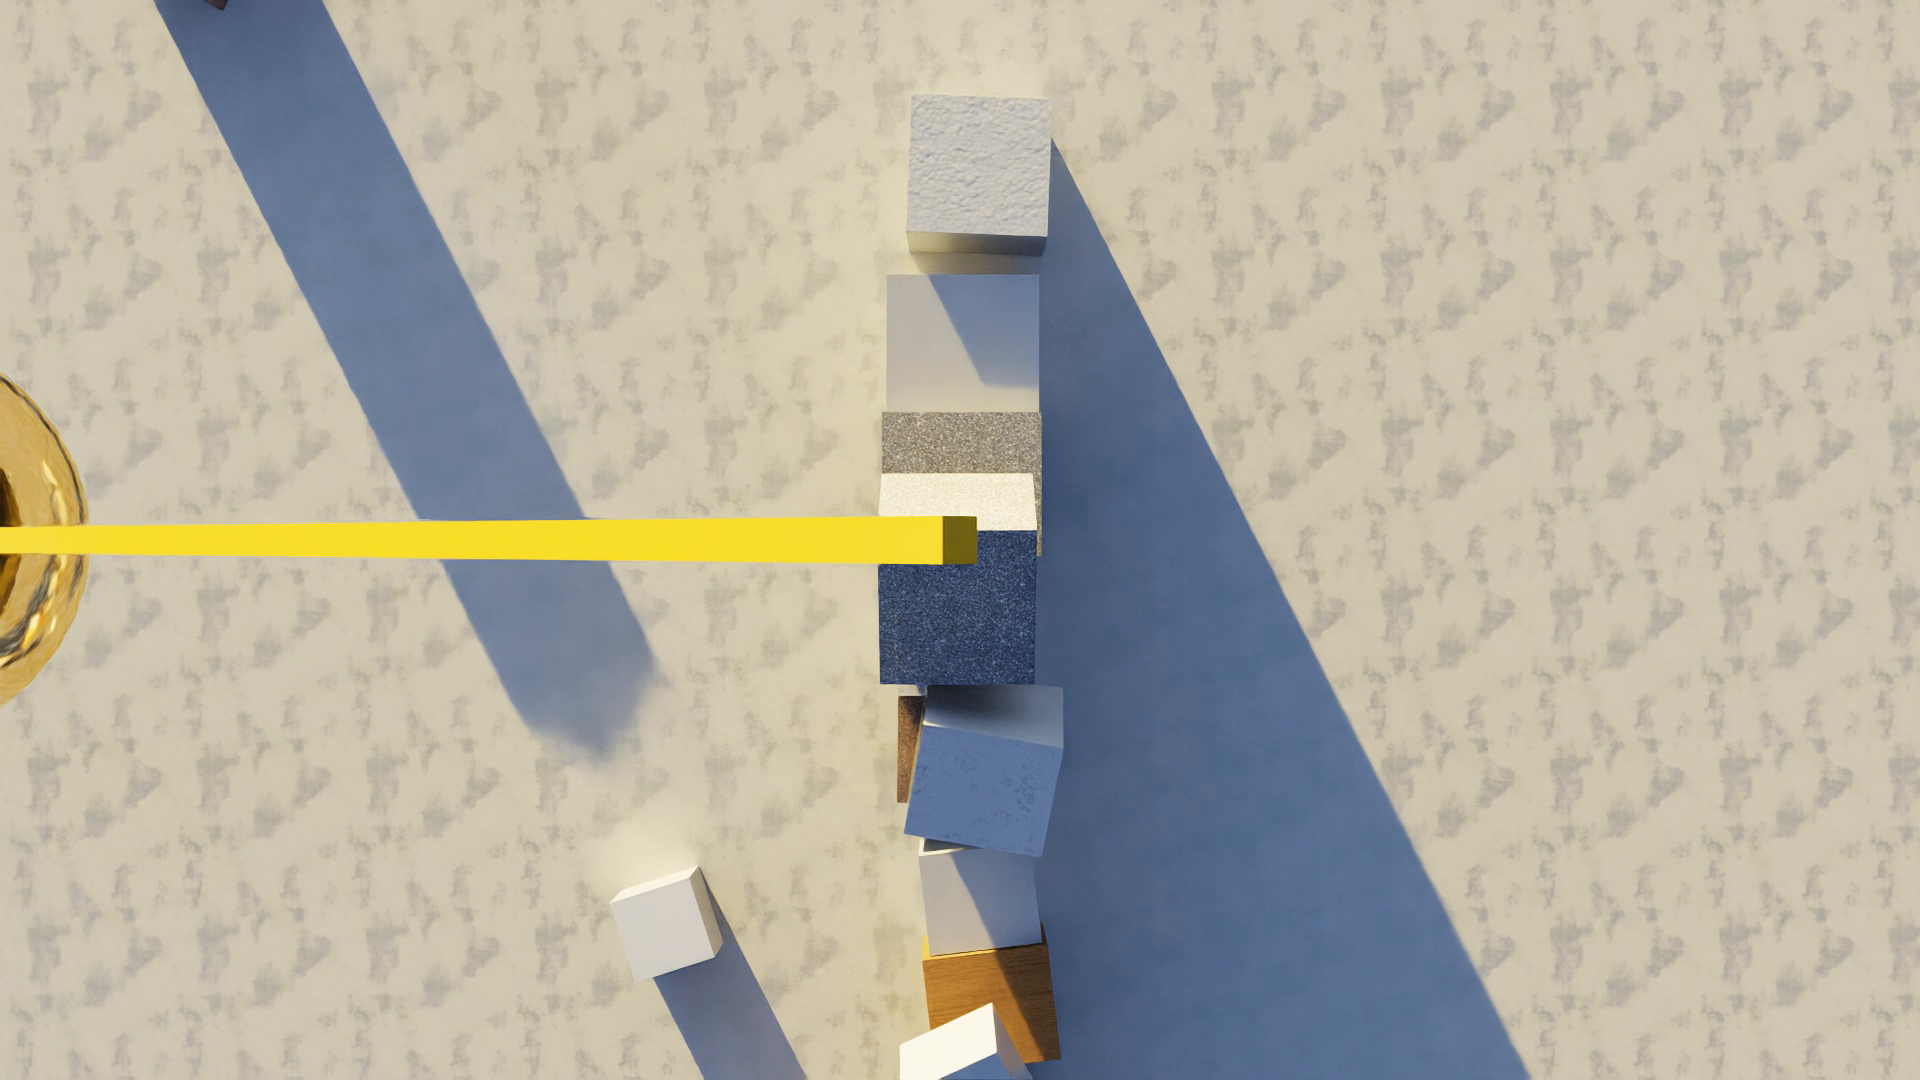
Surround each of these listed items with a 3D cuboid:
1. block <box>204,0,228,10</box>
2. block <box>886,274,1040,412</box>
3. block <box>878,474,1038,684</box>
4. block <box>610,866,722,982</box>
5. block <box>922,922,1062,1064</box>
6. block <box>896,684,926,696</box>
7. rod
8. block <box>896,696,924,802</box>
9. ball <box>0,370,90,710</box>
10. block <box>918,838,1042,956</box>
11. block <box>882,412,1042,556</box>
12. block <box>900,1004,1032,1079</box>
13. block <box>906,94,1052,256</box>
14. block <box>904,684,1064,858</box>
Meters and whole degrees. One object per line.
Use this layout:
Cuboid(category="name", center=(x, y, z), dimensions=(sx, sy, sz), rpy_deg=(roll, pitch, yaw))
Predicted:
Cuboid(category="block", center=(-4.460, -3.563, 12.690), dimensions=(0.592, 0.620, 0.674), rpy_deg=(28, 90, 0))
Cuboid(category="block", center=(0.015, -1.097, 12.641), dimensions=(0.853, 0.718, 0.772), rpy_deg=(0, 90, 0))
Cuboid(category="block", center=(-0.015, 0.199, 11.689), dimensions=(0.811, 0.770, 0.880), rpy_deg=(0, 114, 0))
Cuboid(category="block", center=(-1.698, 2.224, 12.767), dimensions=(0.474, 0.465, 0.478), rpy_deg=(-18, 90, 0))
Cuboid(category="block", center=(0.176, 2.616, 12.623), dimensions=(0.706, 0.754, 0.636), rpy_deg=(-7, 90, 0))
Cuboid(category="block", center=(0.013, 0.481, 12.609), dimensions=(0.731, 0.783, 0.766), rpy_deg=(0, 90, 0))
Cuboid(category="rod", center=(-1.756, 0.000, 5.576), dimensions=(0.080, 5.200, 0.080), rpy_deg=(0, 90, -42))
Cuboid(category="block", center=(-0.044, 1.180, 12.694), dimensions=(0.617, 0.612, 0.607), rpy_deg=(1, 90, 0))
Cuboid(category="ball", center=(-4.053, 0.000, 8.083), dimensions=(1.600, 1.600, 1.600), rpy_deg=(0, 90, 0))
Cuboid(category="block", center=(0.113, 2.012, 12.656), dimensions=(0.633, 0.688, 0.564), rpy_deg=(-7, 90, 0))
Cuboid(category="block", center=(0.010, -0.307, 12.530), dimensions=(0.876, 0.940, 0.790), rpy_deg=(0, 90, 0))
Cuboid(category="block", center=(0.050, 2.984, 11.963), dimensions=(0.567, 0.561, 0.541), rpy_deg=(-26, 104, 5))
Cuboid(category="block", center=(0.107, -2.075, 12.582), dimensions=(0.784, 0.837, 0.763), rpy_deg=(2, 90, 0))
Cuboid(category="block", center=(0.134, 1.188, 11.907), dimensions=(0.742, 0.780, 0.648), rpy_deg=(10, 110, -1))
